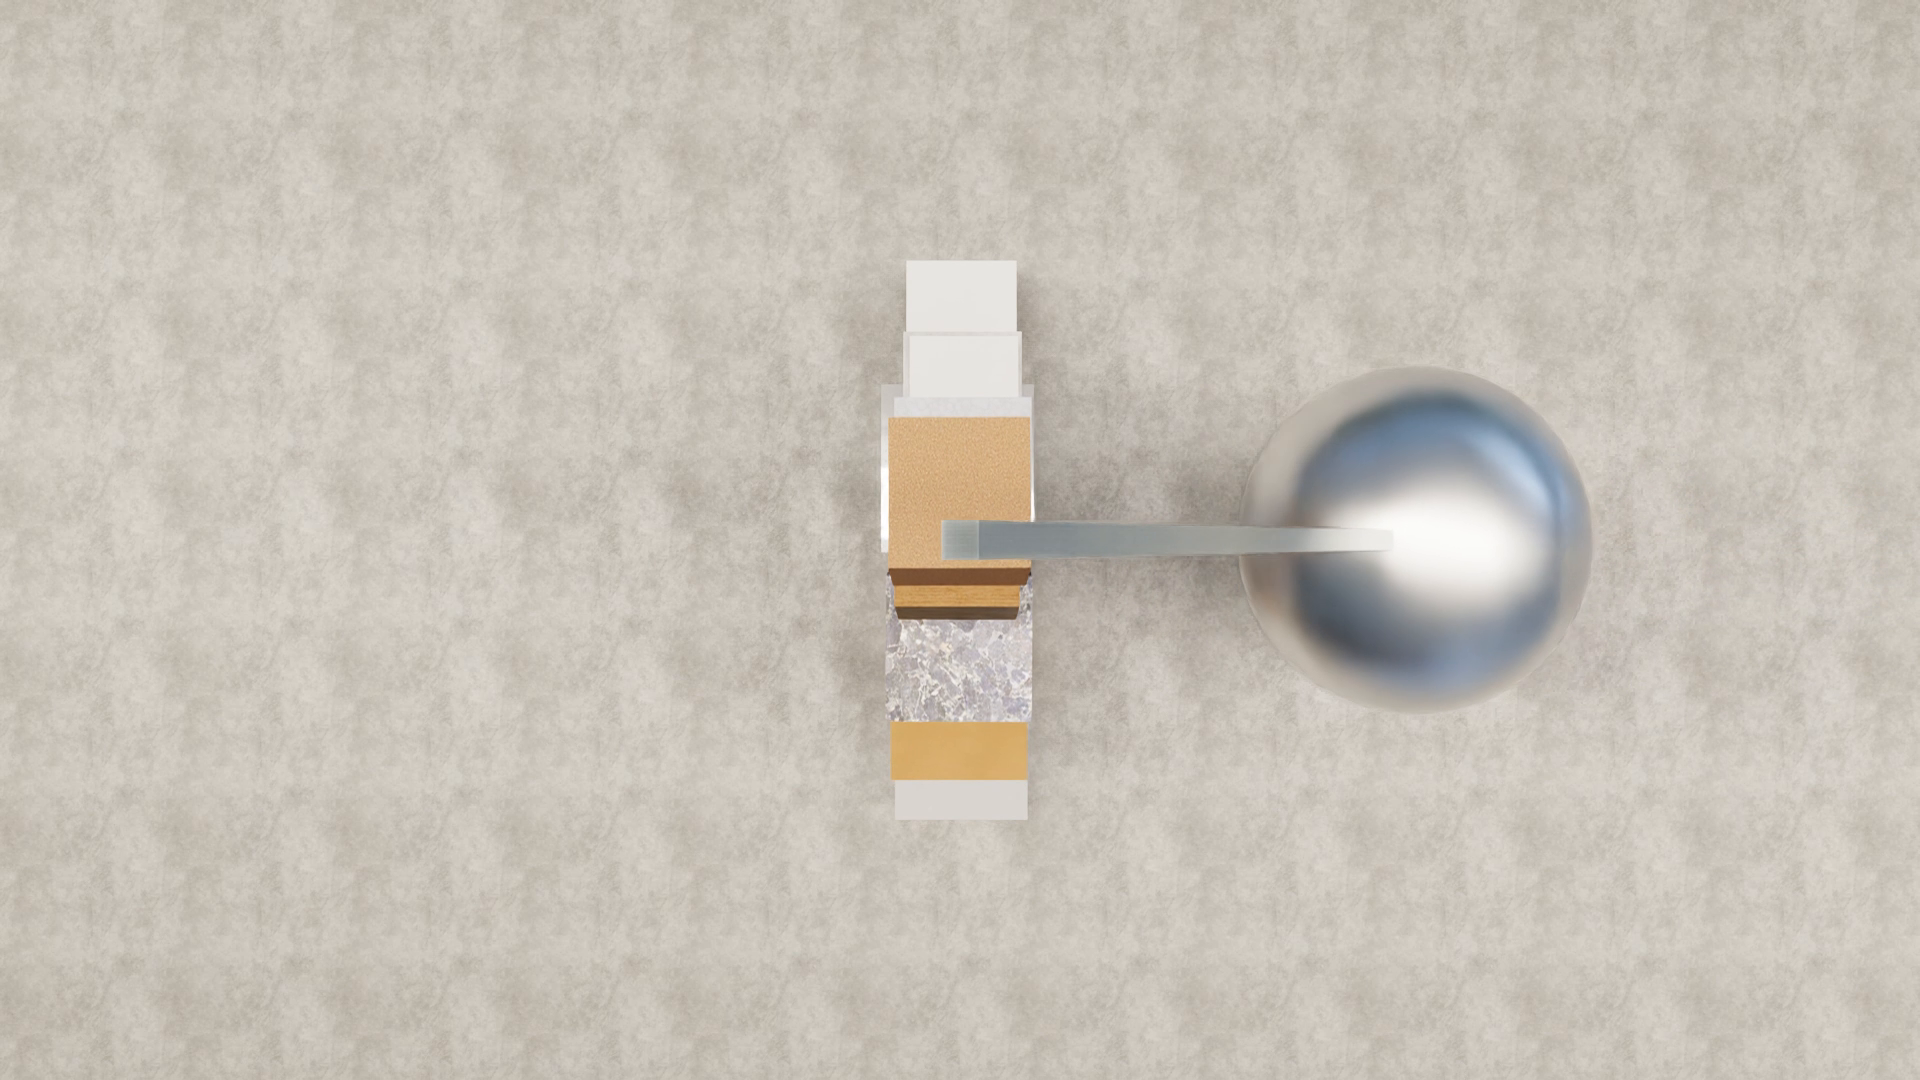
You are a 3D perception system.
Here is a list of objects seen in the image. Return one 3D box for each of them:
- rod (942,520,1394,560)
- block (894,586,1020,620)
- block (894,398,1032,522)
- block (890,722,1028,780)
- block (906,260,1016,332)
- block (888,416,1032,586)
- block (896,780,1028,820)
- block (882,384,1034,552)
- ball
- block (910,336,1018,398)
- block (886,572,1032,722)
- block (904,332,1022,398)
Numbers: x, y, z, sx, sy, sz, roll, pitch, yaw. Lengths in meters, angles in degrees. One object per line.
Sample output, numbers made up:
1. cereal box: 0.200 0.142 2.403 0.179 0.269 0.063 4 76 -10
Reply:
1. rod: 0.899 0.000 6.883 0.080 5.200 0.080 0 90 20
2. block: -0.012 0.002 9.728 0.534 0.591 0.647 0 83 0
3. block: 0.014 -0.339 10.399 0.629 0.672 0.632 0 90 0
4. block: -0.005 0.787 11.198 0.676 0.757 0.721 0 96 0
5. block: 0.009 -1.222 12.679 0.619 0.641 0.696 0 90 0
6. block: -0.002 -0.149 9.119 0.570 0.656 0.610 0 83 0
7. block: 0.007 1.202 12.674 0.742 0.652 0.737 0 90 0
8. block: -0.013 -0.398 12.605 0.847 0.791 0.932 0 90 0
9. ball: 2.074 0.000 10.073 1.600 1.600 1.600 0 90 0
10. block: 0.020 -0.726 11.298 0.545 0.486 0.597 0 90 0
11. block: -0.004 0.481 10.382 0.667 0.724 0.667 0 92 0
12. block: 0.014 -0.752 11.875 0.620 0.669 0.683 0 90 0
